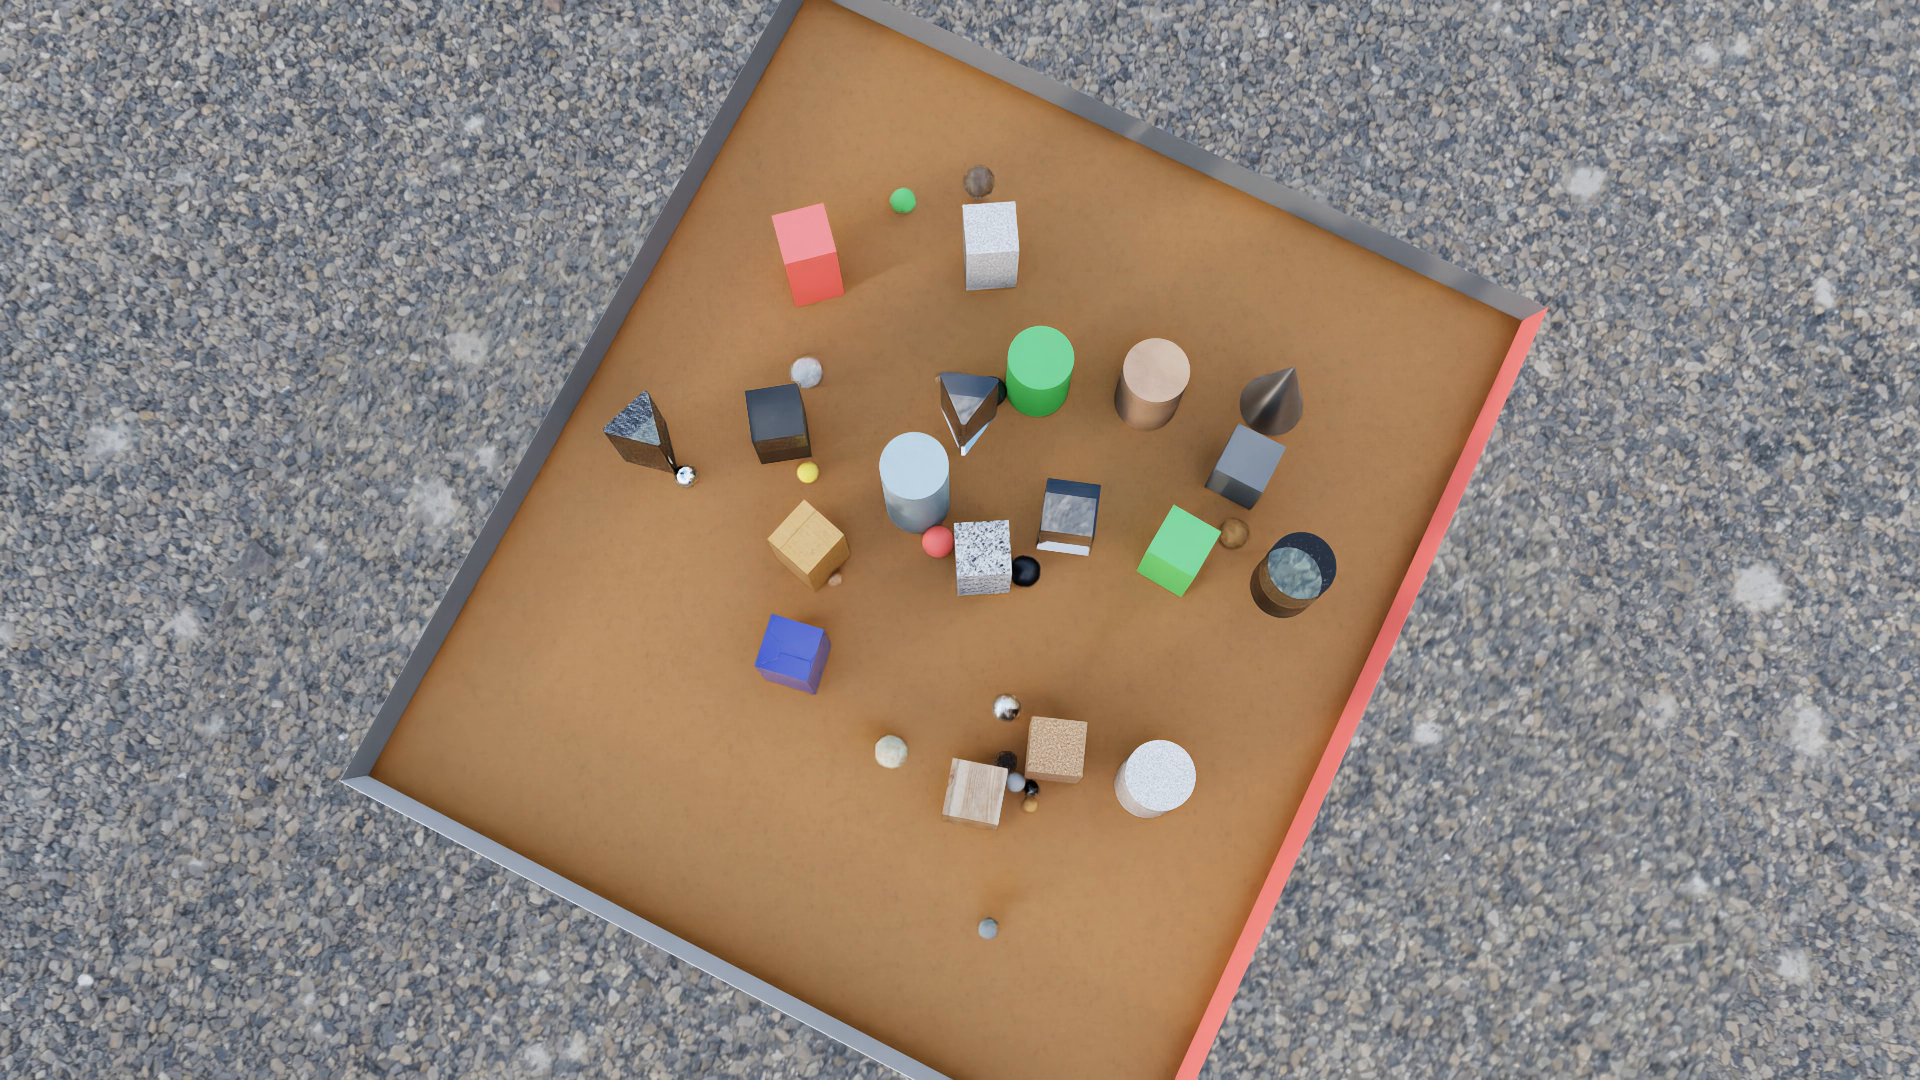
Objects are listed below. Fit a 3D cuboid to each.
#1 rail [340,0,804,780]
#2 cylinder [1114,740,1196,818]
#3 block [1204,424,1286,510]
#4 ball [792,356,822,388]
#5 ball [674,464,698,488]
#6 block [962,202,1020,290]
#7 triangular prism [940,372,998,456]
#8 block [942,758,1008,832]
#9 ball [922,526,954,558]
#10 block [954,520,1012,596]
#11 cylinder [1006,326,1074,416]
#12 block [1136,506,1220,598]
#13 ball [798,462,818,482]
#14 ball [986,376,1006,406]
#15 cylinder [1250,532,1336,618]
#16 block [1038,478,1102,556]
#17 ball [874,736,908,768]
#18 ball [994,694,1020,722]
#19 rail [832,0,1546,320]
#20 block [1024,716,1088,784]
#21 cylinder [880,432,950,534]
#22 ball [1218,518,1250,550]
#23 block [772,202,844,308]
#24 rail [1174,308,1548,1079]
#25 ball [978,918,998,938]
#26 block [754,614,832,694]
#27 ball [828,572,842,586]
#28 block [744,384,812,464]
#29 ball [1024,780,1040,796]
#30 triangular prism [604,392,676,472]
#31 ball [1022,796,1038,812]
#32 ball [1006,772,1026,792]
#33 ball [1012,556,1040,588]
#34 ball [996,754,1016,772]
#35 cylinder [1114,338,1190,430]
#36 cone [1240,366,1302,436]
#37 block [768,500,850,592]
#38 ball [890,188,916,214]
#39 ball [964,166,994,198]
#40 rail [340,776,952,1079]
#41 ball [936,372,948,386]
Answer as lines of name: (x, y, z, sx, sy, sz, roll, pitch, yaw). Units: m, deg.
rail: (-1.137, -0.550, 5.664, 0.045, 0.128, 2.912, 26, 80, 5)
cylinder: (0.558, 0.693, 5.284, 0.197, 0.370, 0.197, 0, 78, 0)
block: (0.860, -0.219, 5.541, 0.158, 0.237, 0.158, 28, 80, 5)
ball: (-0.474, -0.520, 5.675, 0.095, 0.095, 0.095, 0, 78, 0)
ball: (-0.840, -0.194, 5.618, 0.076, 0.076, 0.076, 0, 78, 0)
block: (0.093, -0.902, 5.640, 0.158, 0.319, 0.158, -4, 78, -1)
triangular prism: (0.002, -0.408, 5.516, 0.148, 0.362, 0.171, 36, 81, 7)
block: (0.043, 0.736, 5.273, 0.158, 0.374, 0.158, 11, 79, 2)
ball: (-0.066, 0.005, 5.565, 0.099, 0.099, 0.099, 0, 78, 0)
block: (0.067, 0.056, 5.442, 0.158, 0.318, 0.158, -3, 78, -1)
cylinder: (0.240, -0.509, 5.569, 0.197, 0.300, 0.197, 0, 78, 0)
block: (0.646, 0.036, 5.443, 0.158, 0.325, 0.158, 30, 80, 6)
ball: (-0.466, -0.208, 5.627, 0.064, 0.064, 0.064, 0, 78, 0)
ball: (0.097, -0.458, 5.662, 0.096, 0.096, 0.096, 0, 78, 0)
cylinder: (0.983, 0.107, 5.424, 0.197, 0.335, 0.197, 0, 78, 0)
block: (0.324, -0.067, 5.488, 0.158, 0.279, 0.158, 8, 78, 2)
ball: (-0.205, 0.629, 5.437, 0.097, 0.097, 0.097, 0, 78, 0)
ball: (0.141, 0.501, 5.471, 0.082, 0.082, 0.082, 0, 78, 0)
rail: (0.641, -1.248, 5.808, 2.589, 0.128, 0.045, 26, 80, 5)
block: (0.278, 0.615, 5.356, 0.158, 0.261, 0.158, 6, 78, 1)
cylinder: (-0.130, -0.163, 5.411, 0.197, 0.469, 0.197, 0, 78, 0)
ball: (0.832, -0.019, 5.571, 0.096, 0.096, 0.096, 0, 78, 0)
block: (-0.461, -0.866, 5.599, 0.158, 0.385, 0.158, -15, 79, -3)
rail: (1.137, 0.563, 5.434, 0.045, 0.128, 2.912, 26, 80, 5)
ball: (0.083, 1.134, 5.352, 0.059, 0.059, 0.059, 0, 78, 0)
block: (-0.488, 0.339, 5.387, 0.158, 0.313, 0.158, 16, 79, 3)
ball: (-0.379, 0.119, 5.571, 0.041, 0.041, 0.041, 0, 78, 0)
block: (-0.547, -0.350, 5.550, 0.158, 0.273, 0.158, -9, 78, -2)
ball: (0.213, 0.738, 5.441, 0.045, 0.045, 0.045, 0, 78, 0)
triangular prism: (-0.936, -0.332, 5.508, 0.171, 0.348, 0.148, 15, 79, 3)
ball: (0.205, 0.784, 5.431, 0.046, 0.046, 0.046, 0, 78, 0)
ball: (0.165, 0.718, 5.438, 0.059, 0.059, 0.059, 0, 78, 0)
ball: (0.195, 0.094, 5.547, 0.097, 0.097, 0.097, 0, 78, 0)
ball: (0.139, 0.663, 5.450, 0.058, 0.058, 0.058, 0, 78, 0)
cylinder: (0.579, -0.468, 5.550, 0.197, 0.321, 0.197, 0, 78, 0)
cone: (0.969, -0.462, 5.501, 0.197, 0.413, 0.197, 0, 78, 0)
block: (-0.447, 0.021, 5.459, 0.158, 0.300, 0.158, 41, 81, 8)
ball: (-0.182, -1.072, 5.798, 0.080, 0.080, 0.080, 0, 78, 0)
ball: (0.060, -1.134, 5.801, 0.098, 0.098, 0.098, 0, 78, 0)
rail: (-0.641, 1.261, 5.289, 2.589, 0.128, 0.045, 26, 80, 5)
ball: (-0.051, -0.498, 5.696, 0.047, 0.047, 0.047, 0, 78, 0)
